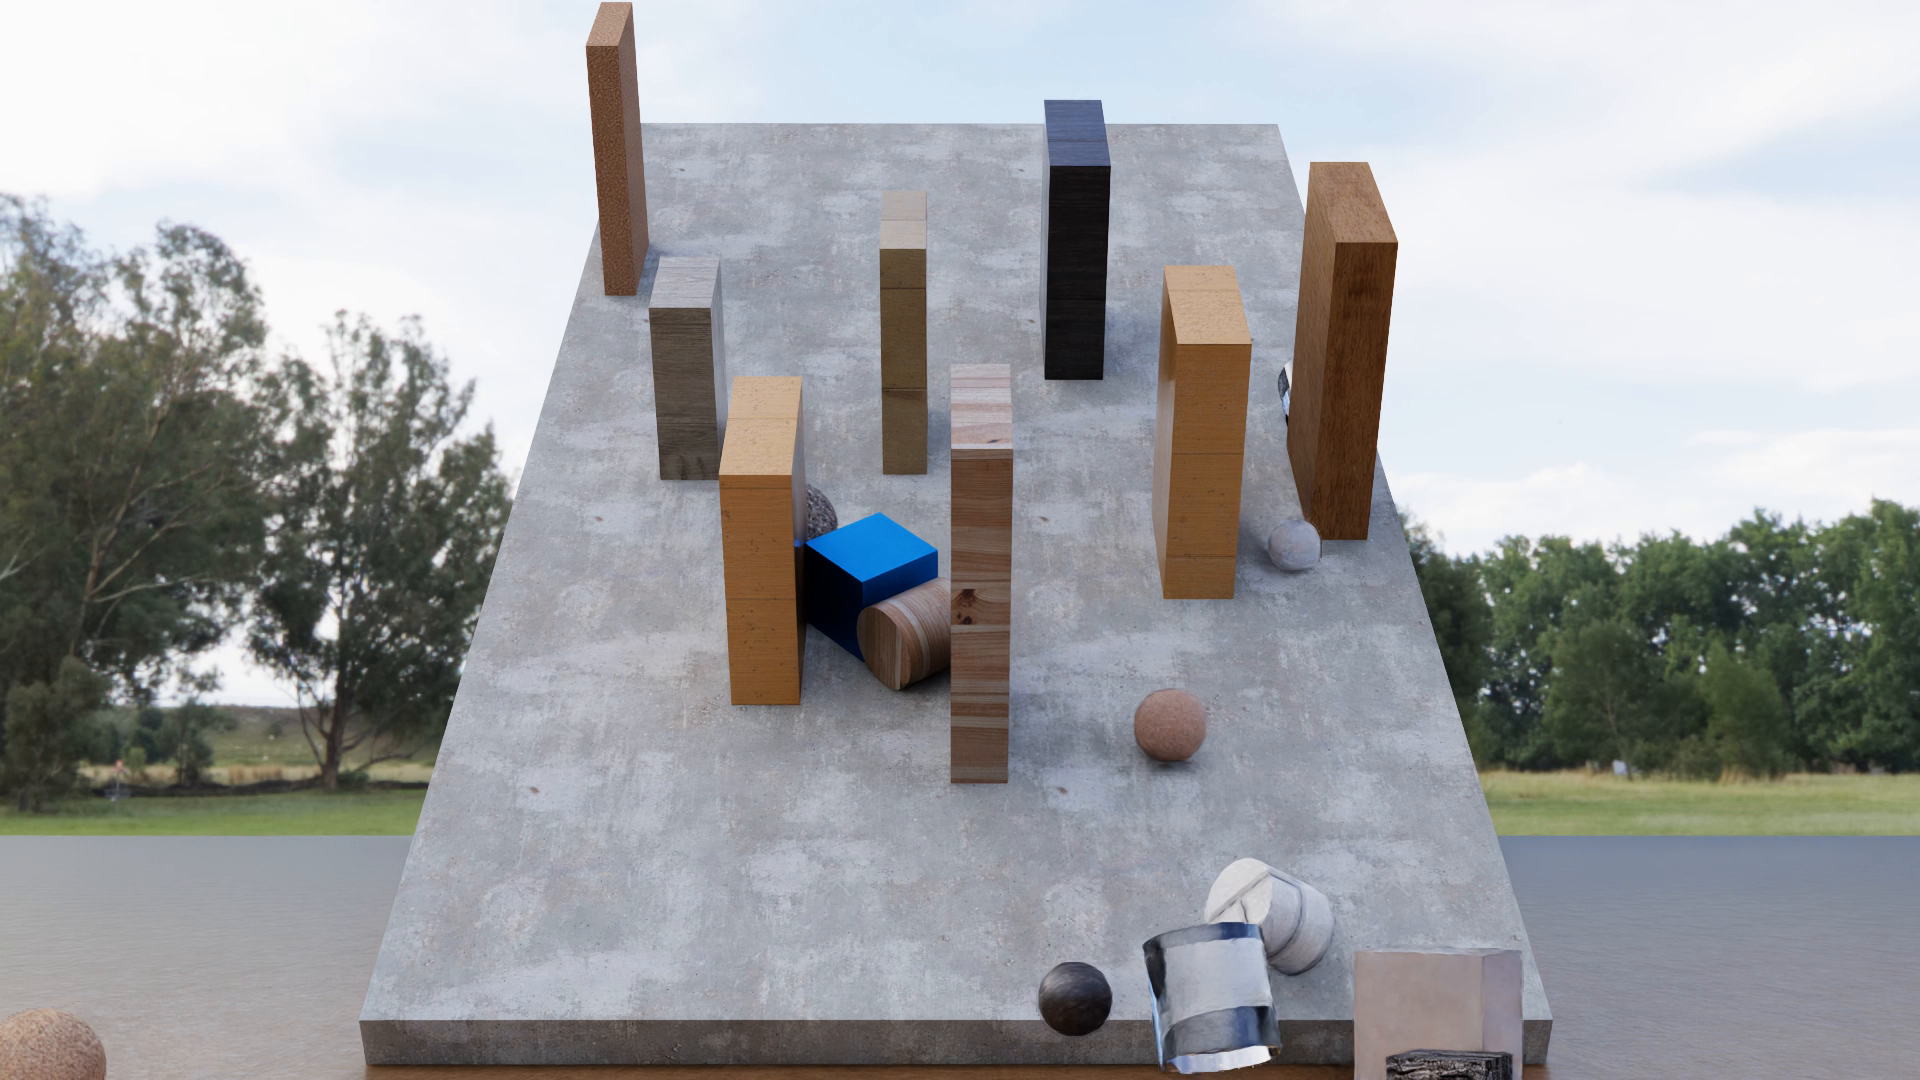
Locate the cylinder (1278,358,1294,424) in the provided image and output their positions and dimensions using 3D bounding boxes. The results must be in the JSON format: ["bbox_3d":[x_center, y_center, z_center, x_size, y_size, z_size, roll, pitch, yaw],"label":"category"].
[{"bbox_3d":[0.847,-0.336,5.795,0.164,0.164,0.164,0,31,0],"label":"cylinder"}]

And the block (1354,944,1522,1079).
[{"bbox_3d":[0.754,0.749,3.836,0.205,0.205,0.205,-3,-7,30],"label":"block"}]

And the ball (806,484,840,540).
[{"bbox_3d":[-0.364,-0.022,5.229,0.209,0.209,0.209,0,-7,0],"label":"ball"}]

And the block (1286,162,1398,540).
[{"bbox_3d":[0.838,-0.419,5.398,0.129,0.719,0.428,0,31,0],"label":"block"}]

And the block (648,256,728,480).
[{"bbox_3d":[-0.622,-0.396,5.617,0.137,0.440,0.267,0,31,0],"label":"block"}]

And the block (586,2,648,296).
[{"bbox_3d":[-0.898,-1.027,6.411,0.082,0.689,0.330,0,31,0],"label":"block"}]

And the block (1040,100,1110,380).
[{"bbox_3d":[0.282,-0.751,6.081,0.145,0.570,0.425,0,31,0],"label":"block"}]

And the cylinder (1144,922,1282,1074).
[{"bbox_3d":[0.405,0.737,3.916,0.196,0.196,0.196,-6,-23,-3],"label":"cylinder"}]

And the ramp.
[{"bbox_3d":[-0.014,-0.196,5.813,2.000,0.100,4.000,0,31,0],"label":"ramp"}]

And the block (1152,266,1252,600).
[{"bbox_3d":[0.508,-0.229,5.192,0.149,0.608,0.368,0,31,0],"label":"block"}]

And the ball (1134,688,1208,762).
[{"bbox_3d":[0.404,0.356,4.679,0.142,0.142,0.142,0,-7,0],"label":"ball"}]

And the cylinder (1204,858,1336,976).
[{"bbox_3d":[0.525,0.639,4.129,0.156,0.156,0.156,29,-22,-31],"label":"cylinder"}]

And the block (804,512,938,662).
[{"bbox_3d":[-0.183,0.096,5.050,0.195,0.195,0.195,-23,38,-33],"label":"block"}]

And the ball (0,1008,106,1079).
[{"bbox_3d":[-1.213,0.701,3.222,0.159,0.159,0.159,0,-7,0],"label":"ball"}]

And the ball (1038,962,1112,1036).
[{"bbox_3d":[0.190,0.760,4.035,0.123,0.123,0.123,0,-7,0],"label":"ball"}]

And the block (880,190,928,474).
[{"bbox_3d":[-0.127,-0.478,5.630,0.102,0.571,0.319,0,31,0],"label":"block"}]

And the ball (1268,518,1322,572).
[{"bbox_3d":[0.723,0.012,5.271,0.115,0.115,0.115,0,-7,0],"label":"ball"}]

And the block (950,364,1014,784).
[{"bbox_3d":[0.037,0.068,4.586,0.109,0.729,0.323,0,31,0],"label":"block"}]

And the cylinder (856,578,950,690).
[{"bbox_3d":[-0.085,0.188,4.918,0.177,0.177,0.177,-23,7,-33],"label":"cylinder"}]

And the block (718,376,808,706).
[{"bbox_3d":[-0.387,0.000,4.887,0.136,0.529,0.398,0,31,0],"label":"block"}]

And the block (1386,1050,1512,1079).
[{"bbox_3d":[0.599,0.690,2.974,0.121,0.121,0.121,-4,-8,28],"label":"block"}]
